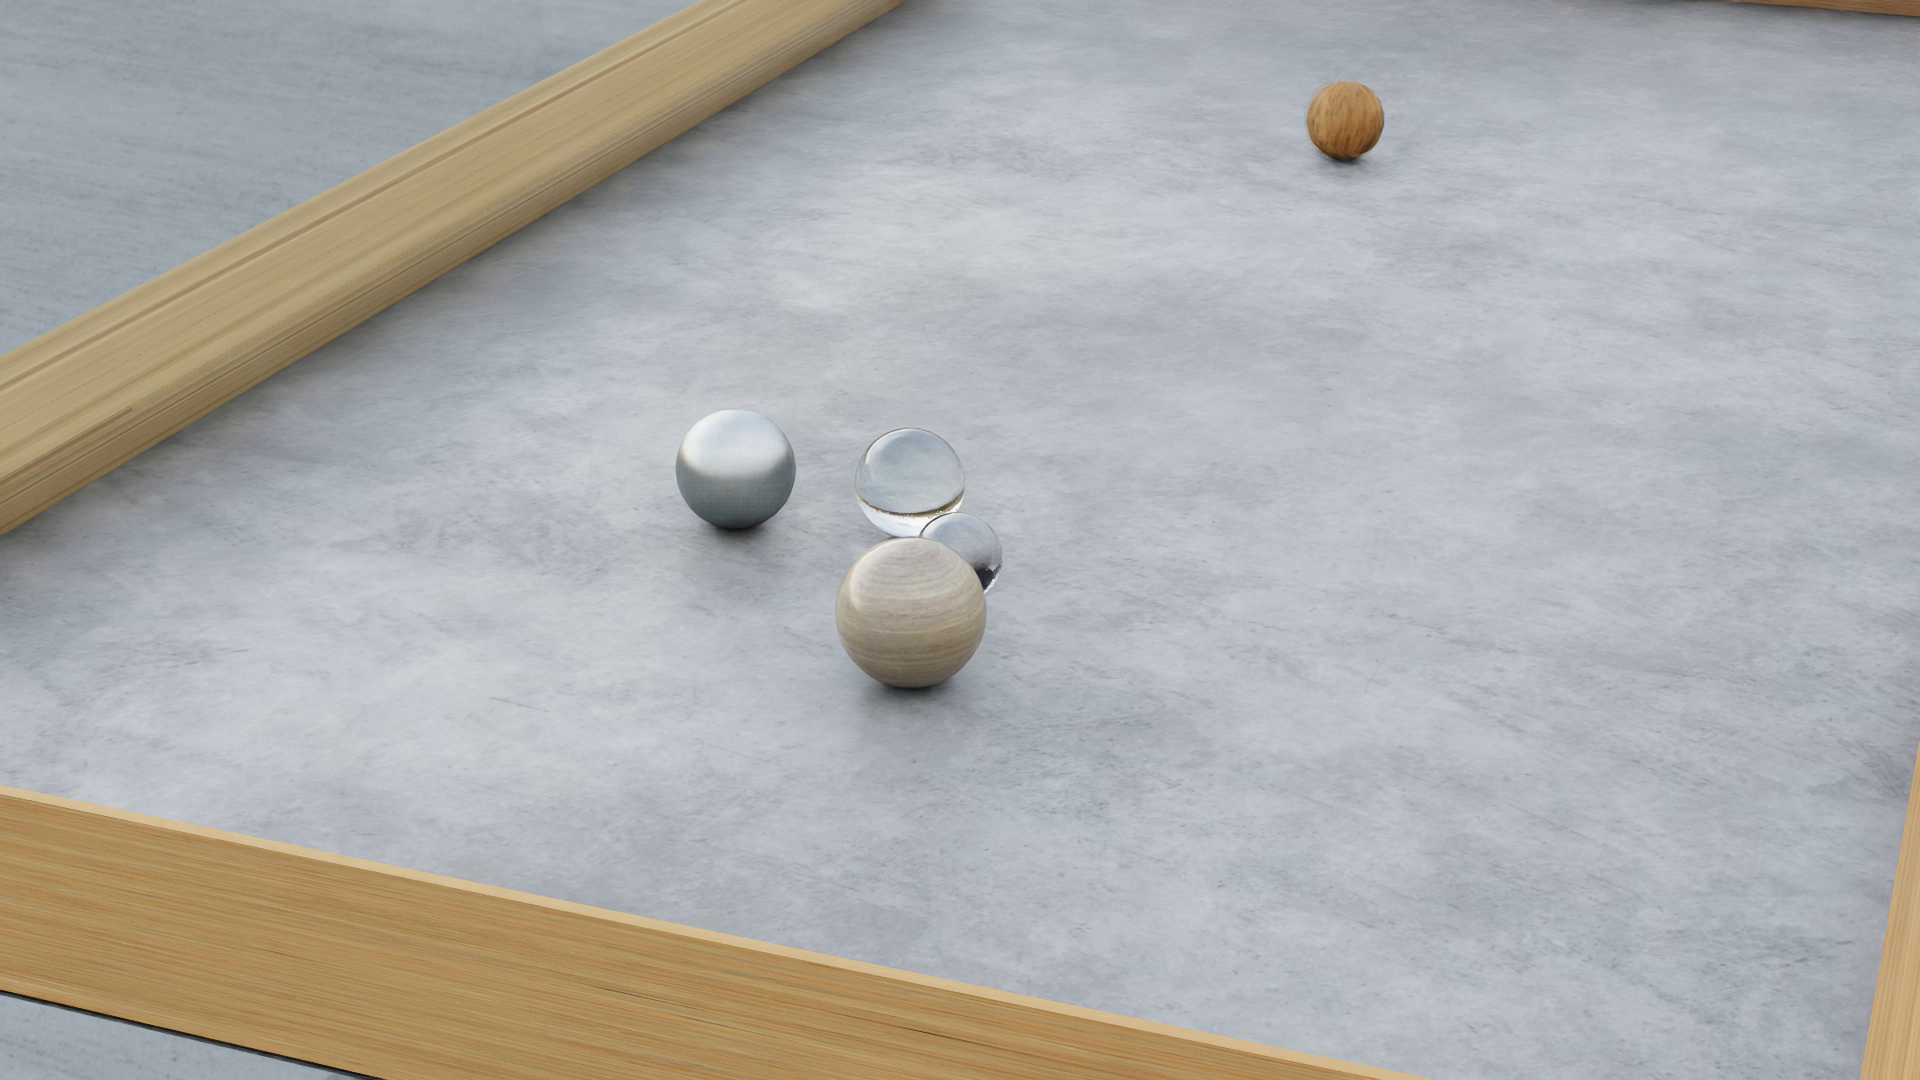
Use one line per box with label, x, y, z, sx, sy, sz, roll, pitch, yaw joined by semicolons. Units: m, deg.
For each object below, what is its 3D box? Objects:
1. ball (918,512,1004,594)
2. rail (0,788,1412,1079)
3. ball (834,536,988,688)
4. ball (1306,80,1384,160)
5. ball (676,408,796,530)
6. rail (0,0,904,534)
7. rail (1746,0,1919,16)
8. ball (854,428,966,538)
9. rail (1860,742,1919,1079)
ball;-0.002;0.012;1.953;0.061;0.061;0.061;0;24;0
rail;-0.218;0.210;1.422;1.330;0.123;0.045;9;25;19
ball;-0.031;0.045;1.835;0.095;0.095;0.095;0;24;0
ball;0.380;-0.414;2.902;0.076;0.076;0.076;0;24;0
ball;-0.157;-0.050;2.063;0.085;0.085;0.085;0;24;0
rail;-0.373;-0.353;2.702;0.045;0.123;2.552;9;25;19
rail;0.672;-0.733;3.565;1.330;0.123;0.045;9;25;19
ball;-0.035;-0.040;2.050;0.077;0.077;0.077;0;24;0
rail;0.826;-0.169;2.285;0.045;0.123;2.552;9;25;19
